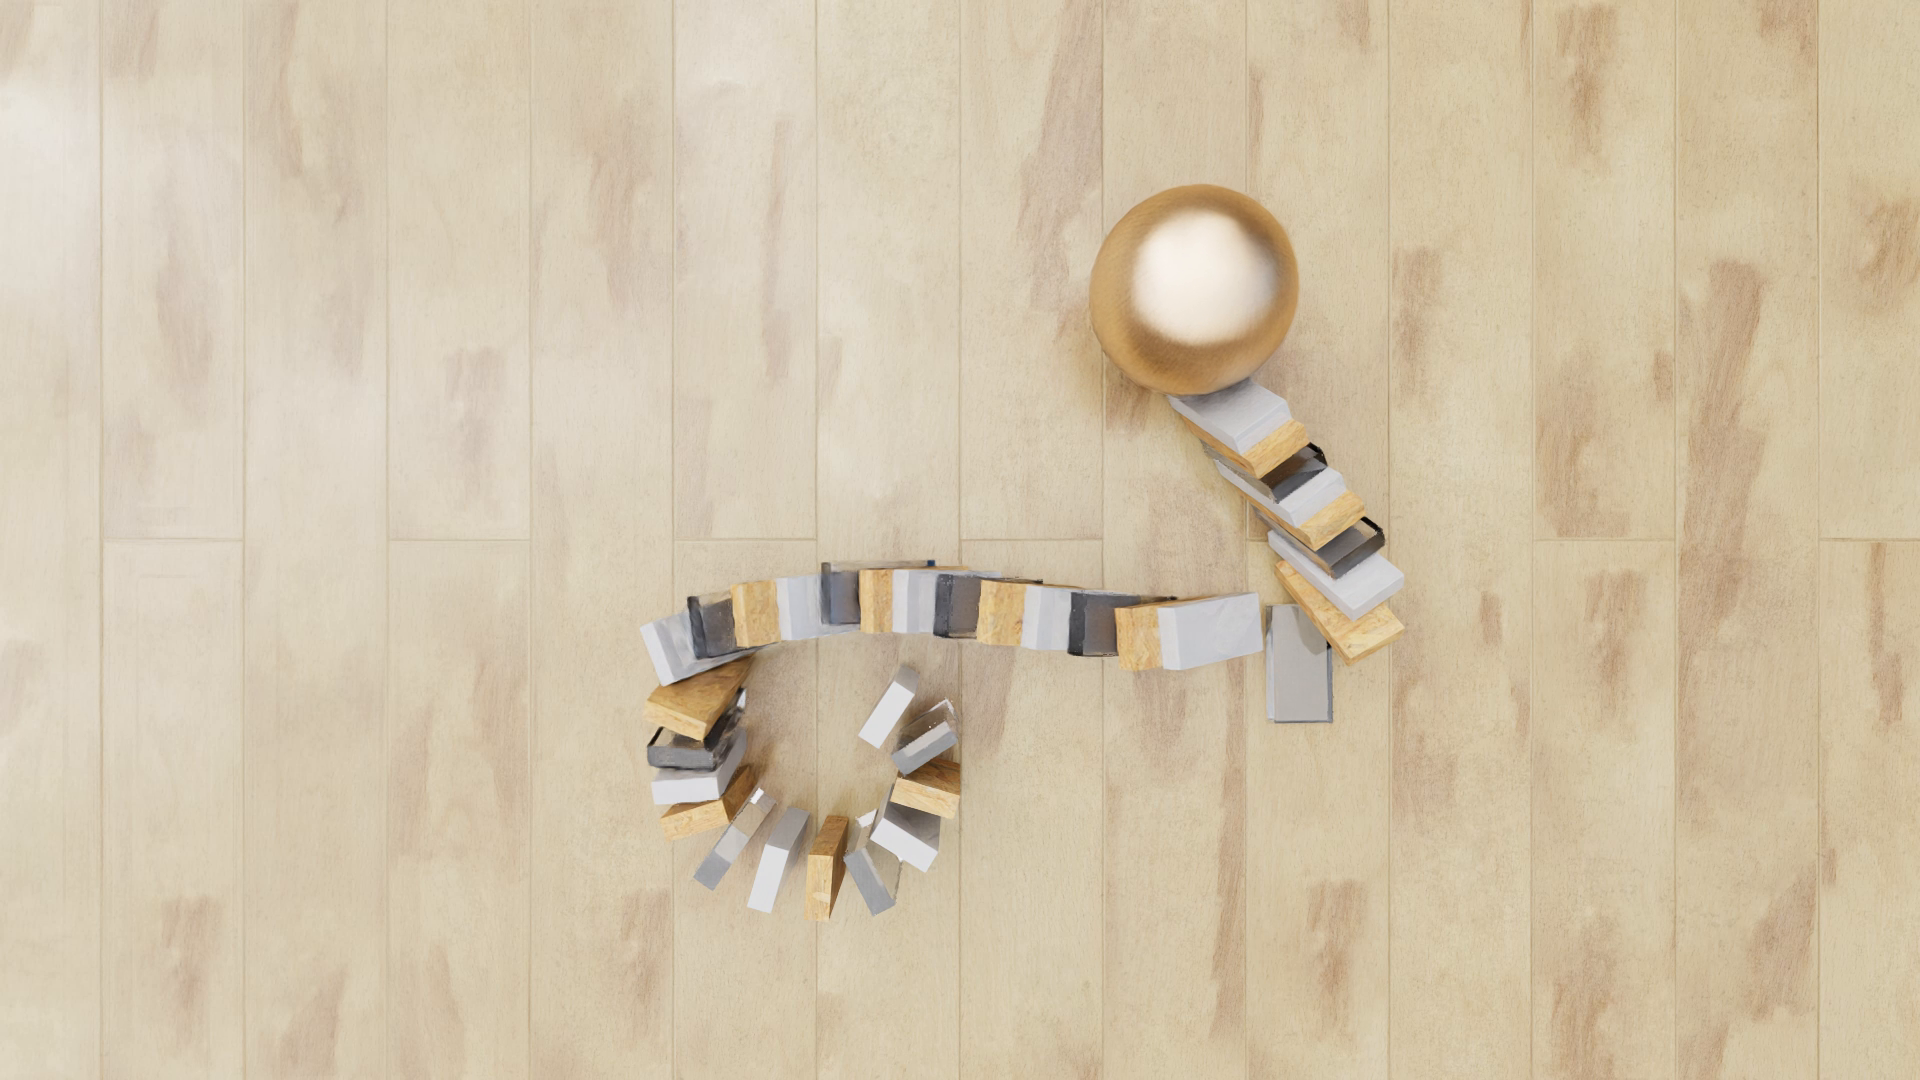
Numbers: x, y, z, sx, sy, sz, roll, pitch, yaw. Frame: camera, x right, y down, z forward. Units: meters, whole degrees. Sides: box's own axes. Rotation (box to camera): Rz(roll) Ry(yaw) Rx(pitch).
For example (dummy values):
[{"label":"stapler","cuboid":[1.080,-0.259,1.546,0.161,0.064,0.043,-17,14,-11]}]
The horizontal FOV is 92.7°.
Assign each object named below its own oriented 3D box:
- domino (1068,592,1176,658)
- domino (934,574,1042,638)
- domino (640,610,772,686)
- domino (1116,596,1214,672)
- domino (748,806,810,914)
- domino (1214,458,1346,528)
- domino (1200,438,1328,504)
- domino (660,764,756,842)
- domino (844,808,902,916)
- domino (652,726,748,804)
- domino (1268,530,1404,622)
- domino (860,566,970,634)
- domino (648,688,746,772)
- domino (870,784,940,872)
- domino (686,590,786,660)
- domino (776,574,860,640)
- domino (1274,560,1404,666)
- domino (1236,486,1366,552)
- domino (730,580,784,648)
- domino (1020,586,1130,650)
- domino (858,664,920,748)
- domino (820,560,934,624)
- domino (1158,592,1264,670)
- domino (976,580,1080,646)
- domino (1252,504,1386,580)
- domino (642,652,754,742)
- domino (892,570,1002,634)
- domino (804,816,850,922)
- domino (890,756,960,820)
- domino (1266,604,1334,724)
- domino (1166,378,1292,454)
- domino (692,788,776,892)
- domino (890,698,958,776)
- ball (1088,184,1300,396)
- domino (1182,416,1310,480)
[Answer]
[{"label":"domino","cuboid":[0.068,0.035,0.383,0.050,0.010,0.025,4,90,-33]},{"label":"domino","cuboid":[0.012,0.028,0.380,0.050,0.010,0.025,5,89,-40]},{"label":"domino","cuboid":[-0.103,0.040,0.377,0.009,0.050,0.025,-24,86,40]},{"label":"domino","cuboid":[0.088,0.038,0.383,0.050,0.010,0.025,-4,90,-32]},{"label":"domino","cuboid":[-0.073,0.129,0.375,0.009,0.050,0.025,16,90,0]},{"label":"domino","cuboid":[0.131,-0.027,0.377,0.025,0.050,0.010,-36,128,-1]},{"label":"domino","cuboid":[0.124,-0.037,0.377,0.025,0.050,0.010,-36,127,0]},{"label":"domino","cuboid":[-0.102,0.106,0.375,0.025,0.050,0.009,-17,92,0]},{"label":"domino","cuboid":[-0.035,0.131,0.375,0.009,0.050,0.025,-27,90,0]},{"label":"domino","cuboid":[-0.105,0.091,0.375,0.025,0.050,0.009,-4,101,0]},{"label":"domino","cuboid":[0.155,0.008,0.379,0.025,0.009,0.050,-34,50,-4]},{"label":"domino","cuboid":[-0.018,0.024,0.380,0.050,0.010,0.025,-1,91,-40]},{"label":"domino","cuboid":[-0.106,0.076,0.375,0.025,0.050,0.010,6,110,0]},{"label":"domino","cuboid":[-0.021,0.117,0.375,0.025,0.050,0.010,32,90,0]},{"label":"domino","cuboid":[-0.086,0.032,0.379,0.010,0.050,0.025,-9,90,44]},{"label":"domino","cuboid":[-0.051,0.026,0.381,0.050,0.010,0.025,-5,90,-38]},{"label":"domino","cuboid":[0.157,0.025,0.383,0.025,0.010,0.050,-29,58,0]},{"label":"domino","cuboid":[0.139,-0.018,0.377,0.025,0.050,0.009,-36,128,0]},{"label":"domino","cuboid":[-0.069,0.028,0.380,0.050,0.009,0.025,-6,90,-41]},{"label":"domino","cuboid":[0.049,0.033,0.382,0.050,0.009,0.025,6,90,-34]},{"label":"domino","cuboid":[-0.028,0.067,0.375,0.010,0.050,0.025,33,90,0]},{"label":"domino","cuboid":[-0.034,0.021,0.381,0.050,0.009,0.025,0,90,-37]},{"label":"domino","cuboid":[0.105,0.037,0.382,0.050,0.009,0.025,-6,91,-32]},{"label":"domino","cuboid":[0.030,0.031,0.381,0.050,0.009,0.025,6,90,-37]},{"label":"domino","cuboid":[0.147,-0.007,0.378,0.025,0.050,0.010,-35,131,0]},{"label":"domino","cuboid":[-0.106,0.059,0.376,0.025,0.050,0.010,21,117,1]},{"label":"domino","cuboid":[-0.005,0.025,0.379,0.050,0.009,0.025,3,88,-40]},{"label":"domino","cuboid":[-0.054,0.133,0.375,0.010,0.050,0.025,4,90,0]},{"label":"domino","cuboid":[-0.013,0.099,0.375,0.025,0.050,0.009,17,90,0]},{"label":"domino","cuboid":[0.146,0.053,0.395,0.025,0.010,0.050,-1,90,0]},{"label":"domino","cuboid":[0.109,-0.056,0.377,0.025,0.050,0.009,-36,127,0]},{"label":"domino","cuboid":[-0.091,0.121,0.375,0.009,0.050,0.025,35,90,0]},{"label":"domino","cuboid":[-0.014,0.080,0.375,0.025,0.050,0.010,-33,90,0]},{"label":"ball","cuboid":[0.091,-0.097,0.360,0.080,0.080,0.080,0,90,0]},{"label":"domino","cuboid":[0.116,-0.046,0.377,0.025,0.050,0.009,-36,127,0]}]
